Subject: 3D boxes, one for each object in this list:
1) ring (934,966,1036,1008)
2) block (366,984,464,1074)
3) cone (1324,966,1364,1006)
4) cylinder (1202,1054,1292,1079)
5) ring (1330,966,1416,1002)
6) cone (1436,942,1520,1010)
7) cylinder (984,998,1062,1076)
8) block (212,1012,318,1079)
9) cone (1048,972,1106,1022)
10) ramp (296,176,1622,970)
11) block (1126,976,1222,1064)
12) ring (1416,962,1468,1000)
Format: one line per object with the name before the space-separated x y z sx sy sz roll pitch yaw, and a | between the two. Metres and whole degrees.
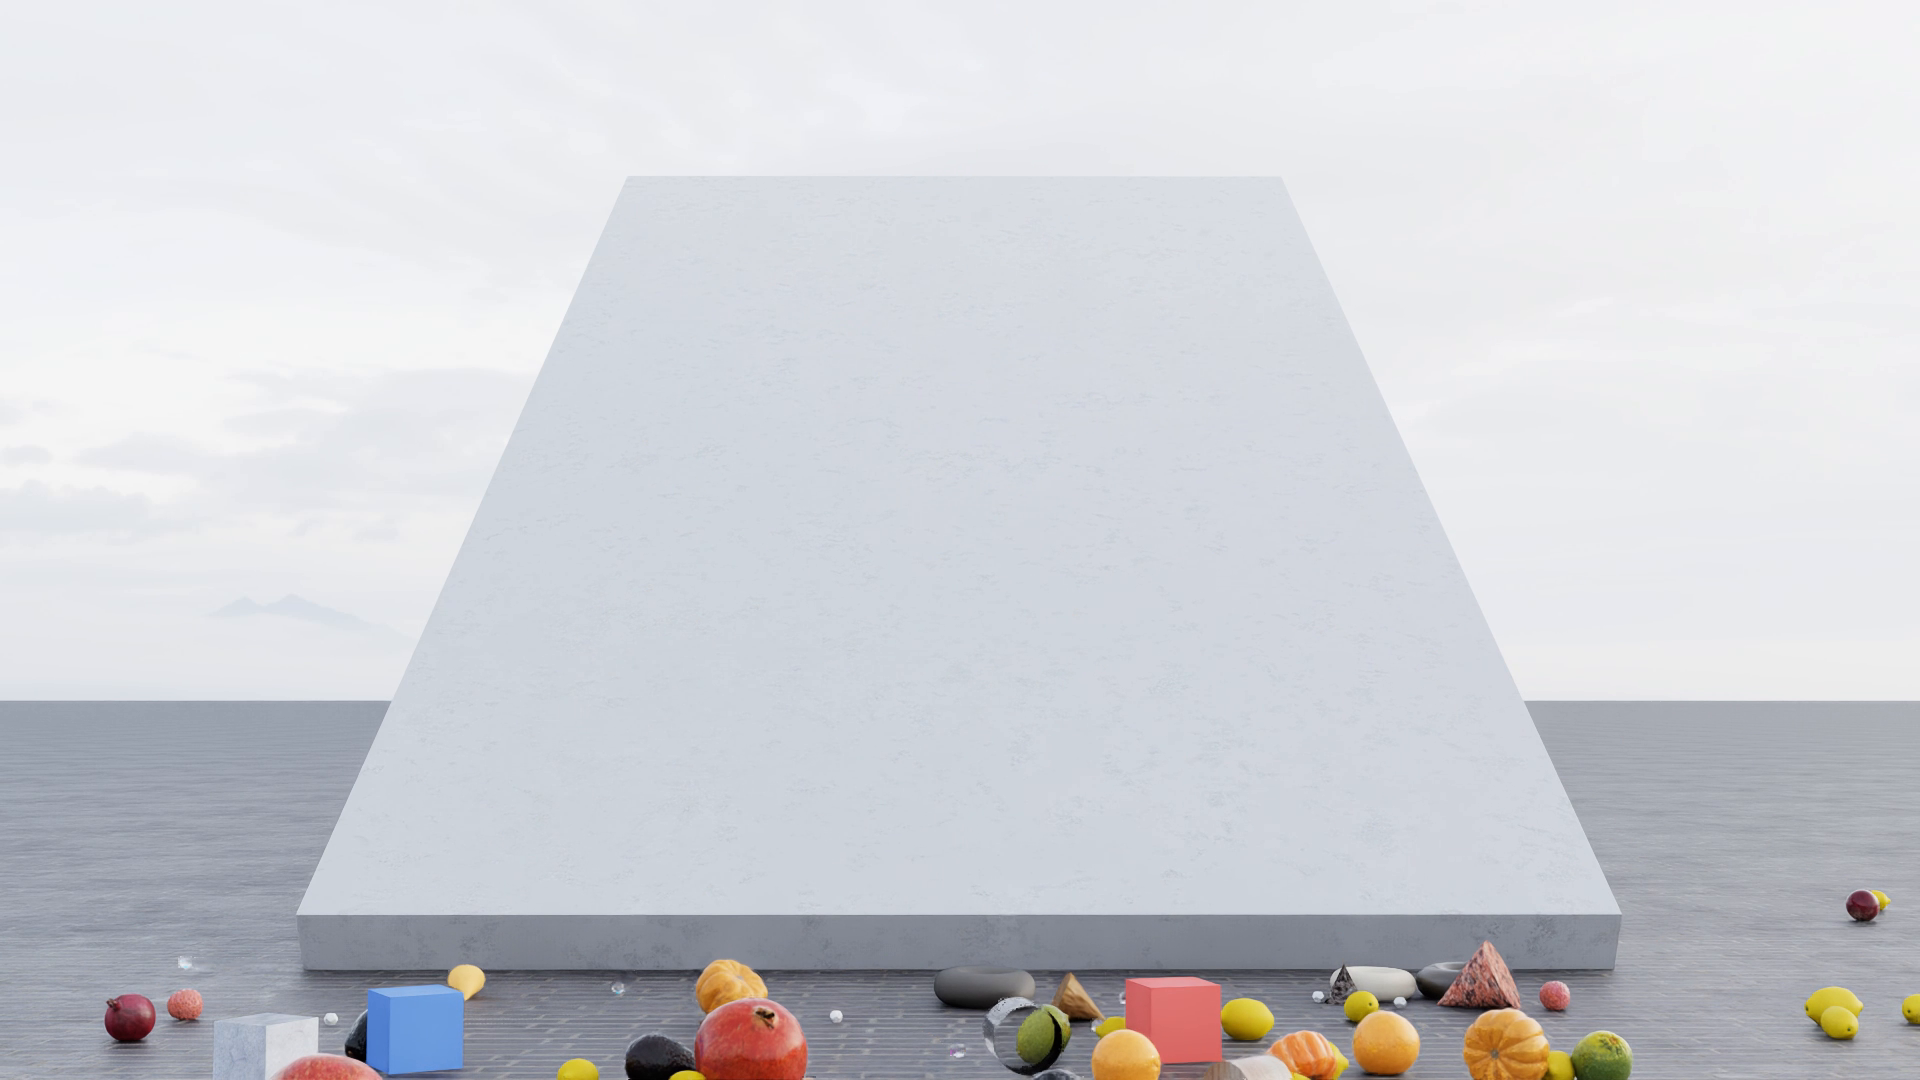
ring | 0.034 0.607 3.175 0.139 0.046 0.139 1 -3 0
block | -0.617 0.553 2.645 0.084 0.084 0.084 2 -4 -31
cone | 0.523 0.604 3.185 0.053 0.053 0.053 0 -4 0
cylinder | 0.281 0.539 2.285 0.065 0.065 0.065 4 -5 -43
ring | 0.572 0.615 3.239 0.117 0.039 0.117 1 -4 0
cone | 0.684 0.605 3.142 0.099 0.099 0.099 -30 -14 18
cylinder | 0.070 0.555 2.619 0.076 0.076 0.076 1 -4 -9
block | -0.736 0.546 2.480 0.075 0.075 0.075 -2 -4 29
cone | 0.158 0.603 3.009 0.069 0.069 0.069 27 -5 -1
ramp | -0.009 -0.229 5.362 2.000 0.100 4.000 0 25 0
block | 0.247 0.556 2.714 0.086 0.086 0.086 1 -4 -16
ring | 0.698 0.613 3.246 0.129 0.043 0.129 -1 -3 0
